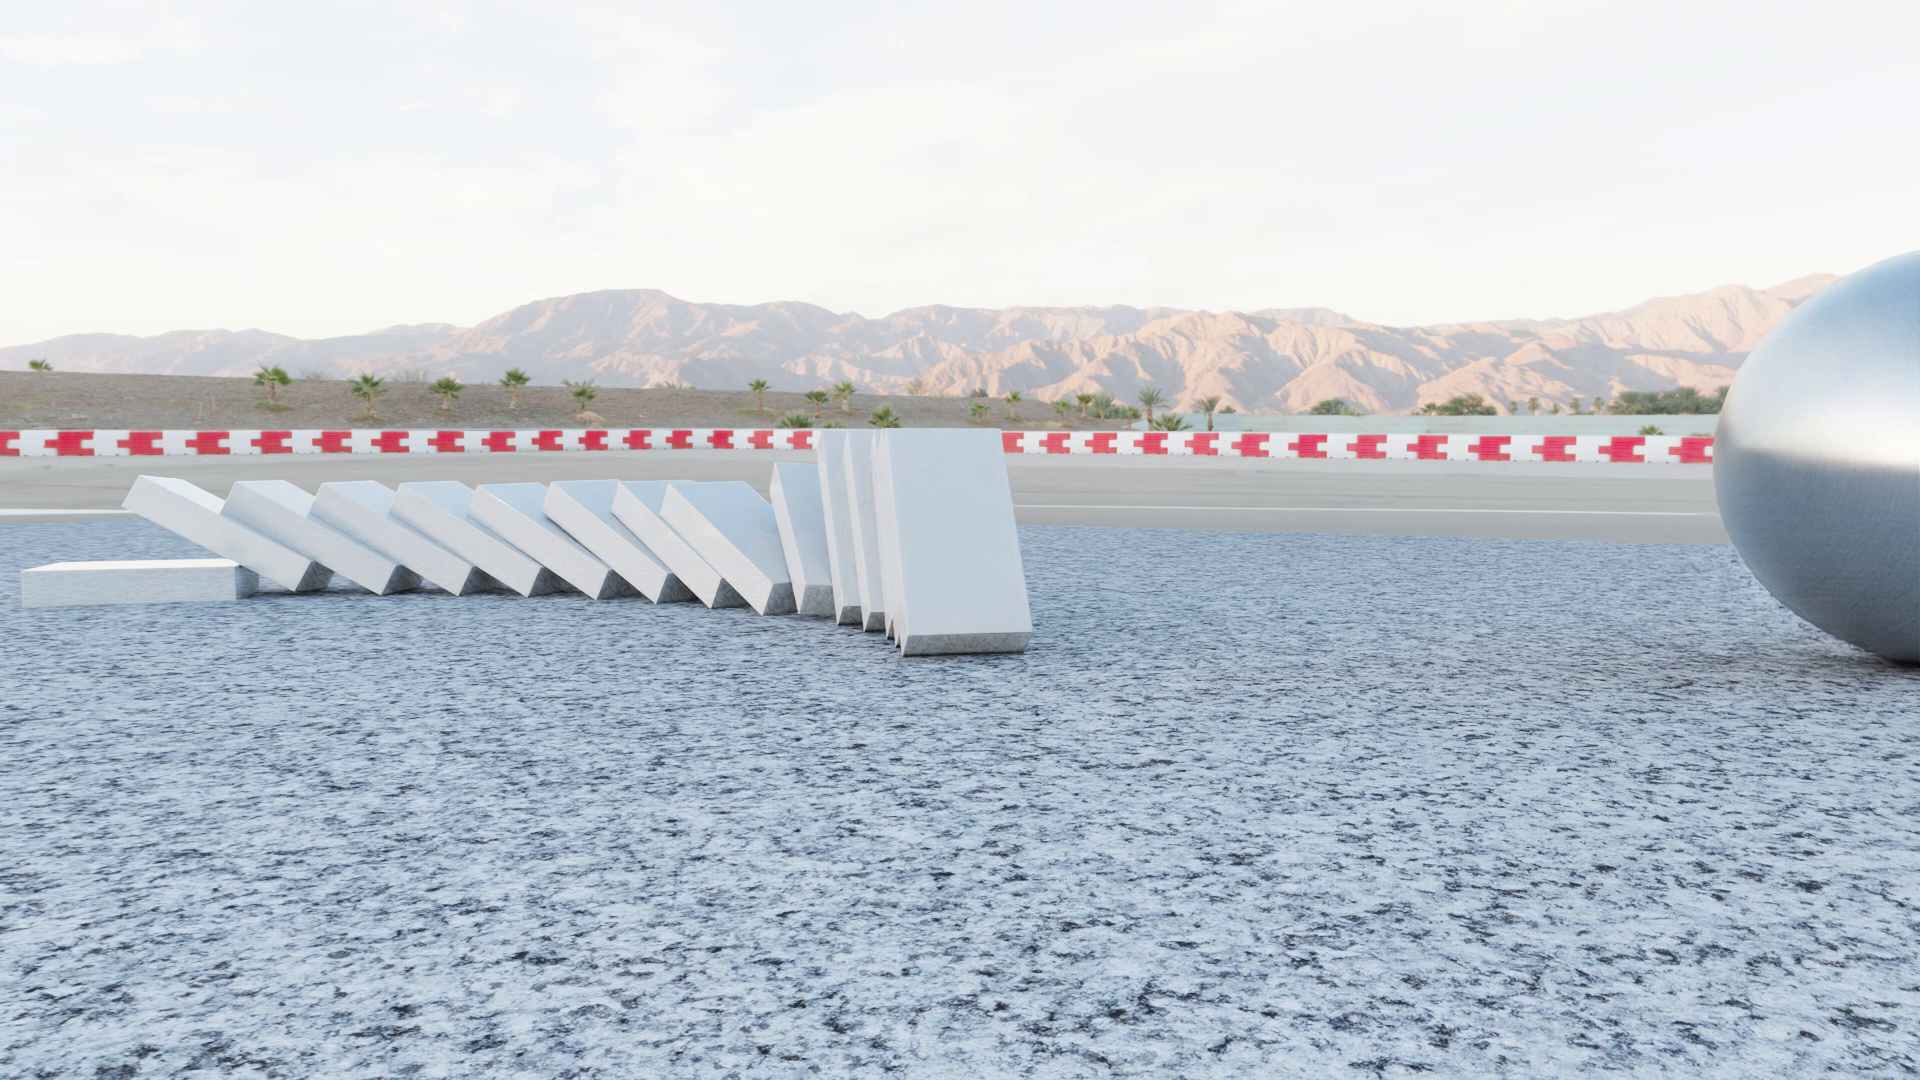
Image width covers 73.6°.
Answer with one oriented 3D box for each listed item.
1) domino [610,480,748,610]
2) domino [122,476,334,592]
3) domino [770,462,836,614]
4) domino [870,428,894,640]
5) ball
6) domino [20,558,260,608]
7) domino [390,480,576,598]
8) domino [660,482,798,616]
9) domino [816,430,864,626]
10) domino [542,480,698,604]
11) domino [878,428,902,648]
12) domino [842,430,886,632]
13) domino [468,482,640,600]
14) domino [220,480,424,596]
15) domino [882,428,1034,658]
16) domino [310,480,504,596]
[{"bbox_3d":[-0.071,0.000,0.352,0.050,0.009,0.025,38,27,33],"label":"domino"},{"bbox_3d":[-0.205,-0.002,0.364,0.050,0.009,0.025,28,-4,-7],"label":"domino"},{"bbox_3d":[-0.032,-0.001,0.329,0.025,0.010,0.050,2,38,-20],"label":"domino"},{"bbox_3d":[-0.006,-0.002,0.291,0.025,0.050,0.009,-1,-32,-11],"label":"domino"},{"bbox_3d":[0.189,-0.016,0.244,0.080,0.080,0.080,0,4,0],"label":"ball"},{"bbox_3d":[-0.224,0.011,0.353,0.050,0.009,0.025,-1,4,-15],"label":"domino"},{"bbox_3d":[-0.136,-0.001,0.371,0.050,0.009,0.025,29,11,11],"label":"domino"},{"bbox_3d":[-0.055,0.001,0.339,0.025,0.010,0.050,-5,34,-47],"label":"domino"},{"bbox_3d":[-0.019,-0.004,0.312,0.025,0.050,0.009,-1,-32,-15],"label":"domino"},{"bbox_3d":[-0.091,0.000,0.361,0.050,0.009,0.025,34,20,25],"label":"domino"},{"bbox_3d":[-0.003,-0.001,0.279,0.025,0.050,0.009,-1,-32,-11],"label":"domino"},{"bbox_3d":[-0.012,-0.003,0.302,0.025,0.050,0.010,-1,-32,-14],"label":"domino"},{"bbox_3d":[-0.113,0.000,0.368,0.050,0.010,0.025,30,15,18],"label":"domino"},{"bbox_3d":[-0.181,-0.001,0.369,0.050,0.010,0.025,28,3,-1],"label":"domino"},{"bbox_3d":[-0.001,0.000,0.267,0.025,0.050,0.009,-1,-32,-11],"label":"domino"},{"bbox_3d":[-0.158,-0.001,0.372,0.050,0.010,0.025,28,7,5],"label":"domino"}]
